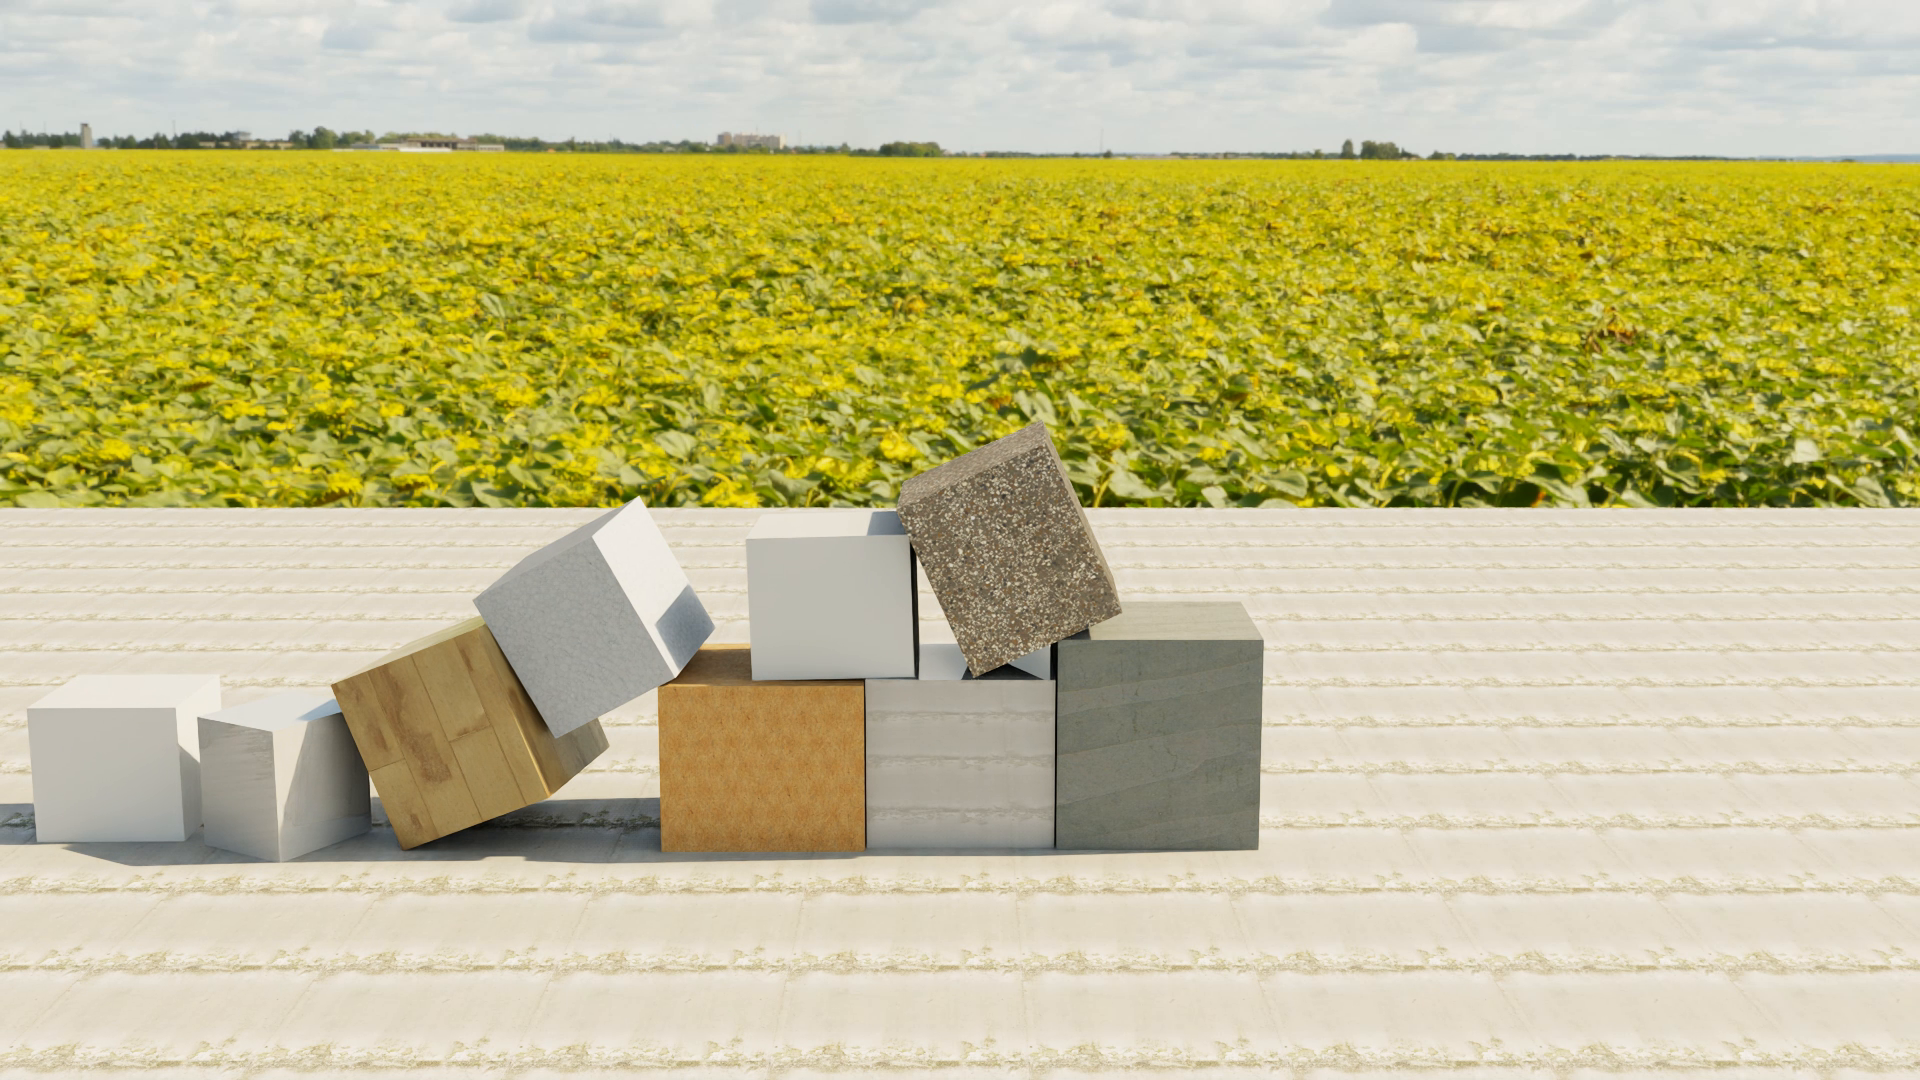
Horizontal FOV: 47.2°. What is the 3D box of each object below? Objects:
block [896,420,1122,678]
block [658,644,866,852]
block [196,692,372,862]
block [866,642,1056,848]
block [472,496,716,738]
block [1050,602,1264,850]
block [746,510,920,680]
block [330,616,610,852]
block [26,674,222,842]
[{"bbox_3d":[0.249,0.025,11.155,0.800,0.920,0.867,-24,9,5],"label":"block"},{"bbox_3d":[-0.986,1.056,11.382,1.018,0.851,0.942,0,10,0],"label":"block"},{"bbox_3d":[-3.421,1.189,11.161,0.543,0.666,0.609,6,12,31],"label":"block"},{"bbox_3d":[0.002,1.048,11.379,0.942,0.867,0.822,0,10,0],"label":"block"},{"bbox_3d":[-1.846,0.381,11.224,0.713,0.806,0.856,-27,9,13],"label":"block"},{"bbox_3d":[0.990,0.941,11.369,1.014,1.081,0.913,0,10,0],"label":"block"},{"bbox_3d":[-0.634,0.273,11.229,0.808,0.720,0.717,-1,10,1],"label":"block"},{"bbox_3d":[-2.496,0.912,11.324,0.836,0.907,0.945,-21,6,13],"label":"block"},{"bbox_3d":[-4.312,1.123,11.432,0.744,0.700,0.696,0,10,-1],"label":"block"}]
